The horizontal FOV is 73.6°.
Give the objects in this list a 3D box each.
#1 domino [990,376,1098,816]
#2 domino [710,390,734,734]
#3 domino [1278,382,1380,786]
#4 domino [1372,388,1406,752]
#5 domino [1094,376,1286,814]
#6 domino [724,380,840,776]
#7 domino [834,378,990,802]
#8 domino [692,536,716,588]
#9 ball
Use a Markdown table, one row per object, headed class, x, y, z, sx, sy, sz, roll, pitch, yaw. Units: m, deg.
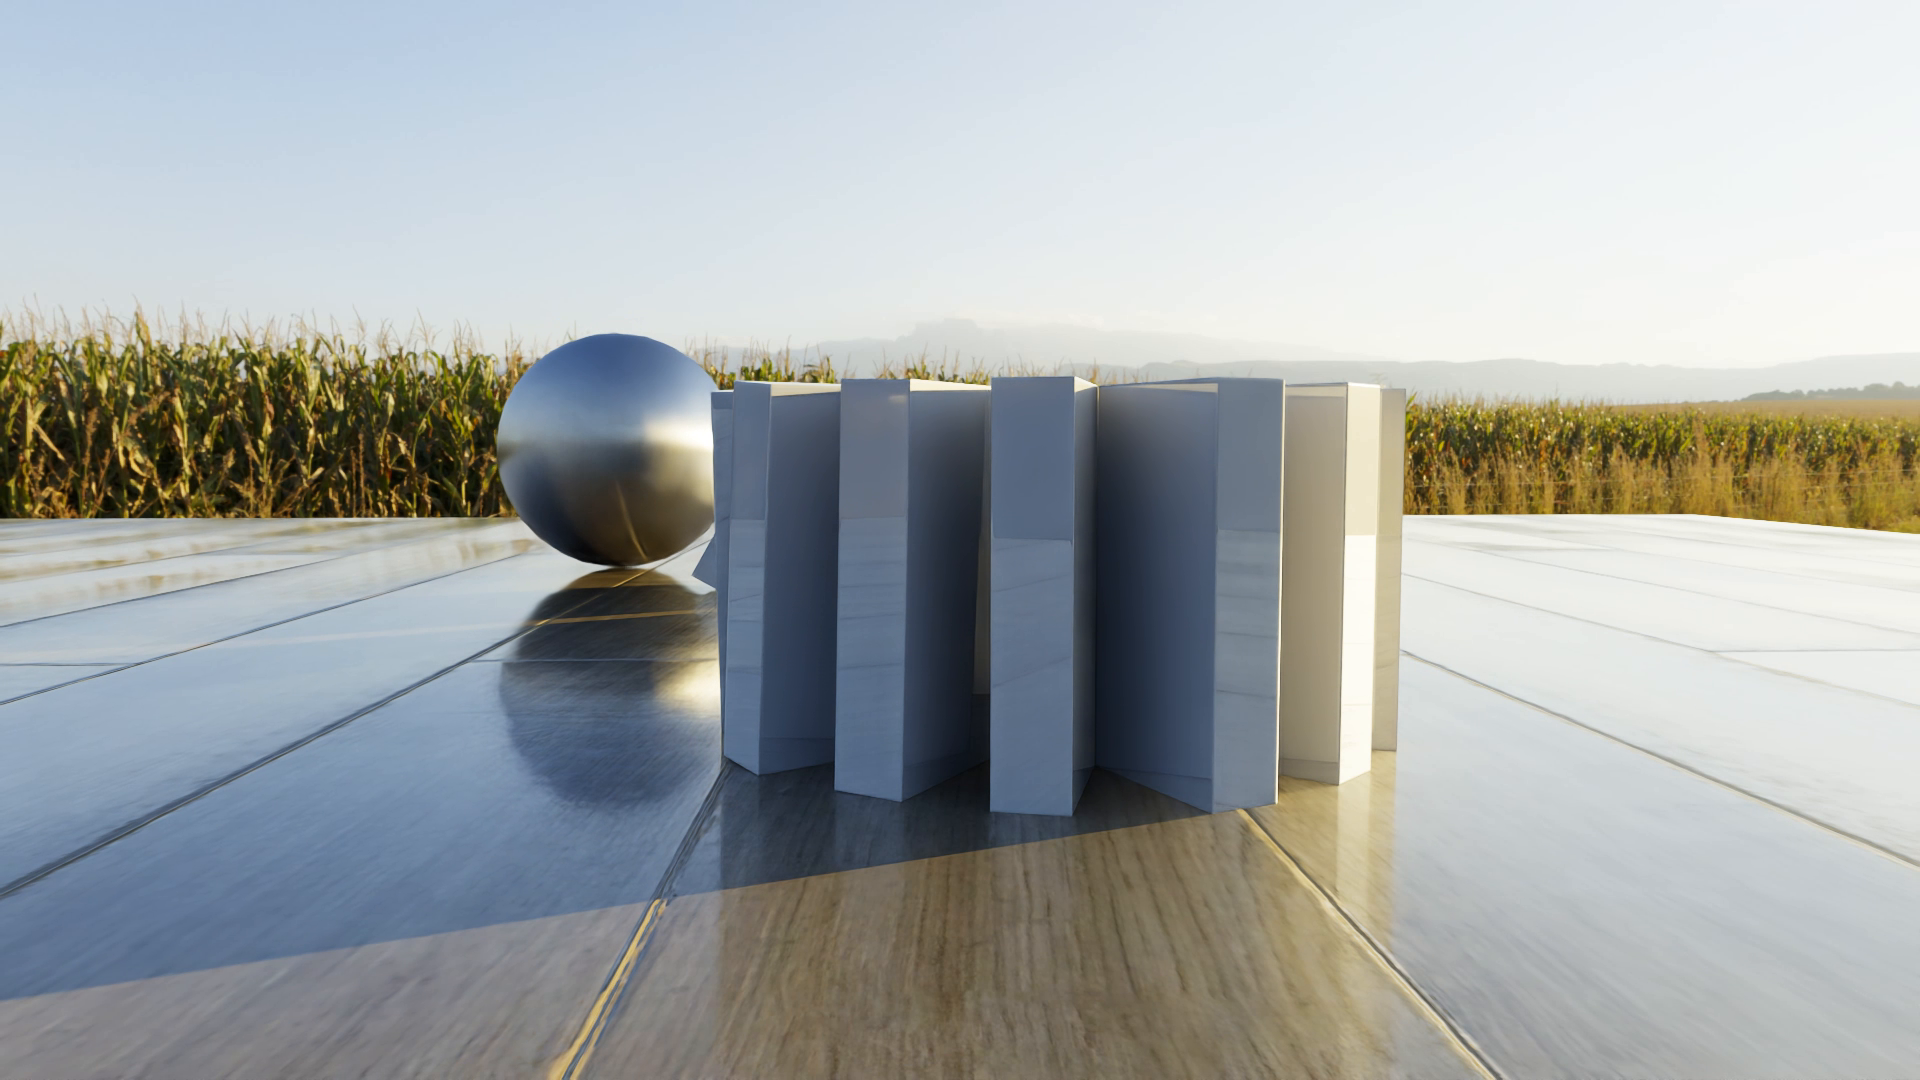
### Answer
| class | x | y | z | sx | sy | sz | roll | pitch | yaw |
| --- | --- | --- | --- | --- | --- | --- | --- | --- | --- |
| domino | 0.011 | 0.006 | 0.158 | 0.010 | 0.050 | 0.025 | 1 | 4 | 12 |
| domino | -0.023 | 0.003 | 0.189 | 0.025 | 0.050 | 0.009 | 0 | 8 | 4 |
| domino | 0.041 | 0.005 | 0.170 | 0.025 | 0.050 | 0.009 | 4 | 6 | 41 |
| domino | 0.050 | 0.004 | 0.184 | 0.025 | 0.050 | 0.009 | 1 | 5 | 19 |
| domino | 0.028 | 0.006 | 0.159 | 0.009 | 0.050 | 0.025 | -2 | 5 | -26 |
| domino | -0.018 | 0.004 | 0.172 | 0.025 | 0.050 | 0.009 | -3 | 10 | -37 |
| domino | -0.005 | 0.005 | 0.164 | 0.009 | 0.050 | 0.025 | 4 | 6 | 28 |
| domino | -0.062 | -0.010 | 0.382 | 0.009 | 0.050 | 0.025 | 29 | 1 | -7 |
| ball | -0.116 | -0.030 | 0.440 | 0.080 | 0.080 | 0.080 | 0 | 4 | 0 |
